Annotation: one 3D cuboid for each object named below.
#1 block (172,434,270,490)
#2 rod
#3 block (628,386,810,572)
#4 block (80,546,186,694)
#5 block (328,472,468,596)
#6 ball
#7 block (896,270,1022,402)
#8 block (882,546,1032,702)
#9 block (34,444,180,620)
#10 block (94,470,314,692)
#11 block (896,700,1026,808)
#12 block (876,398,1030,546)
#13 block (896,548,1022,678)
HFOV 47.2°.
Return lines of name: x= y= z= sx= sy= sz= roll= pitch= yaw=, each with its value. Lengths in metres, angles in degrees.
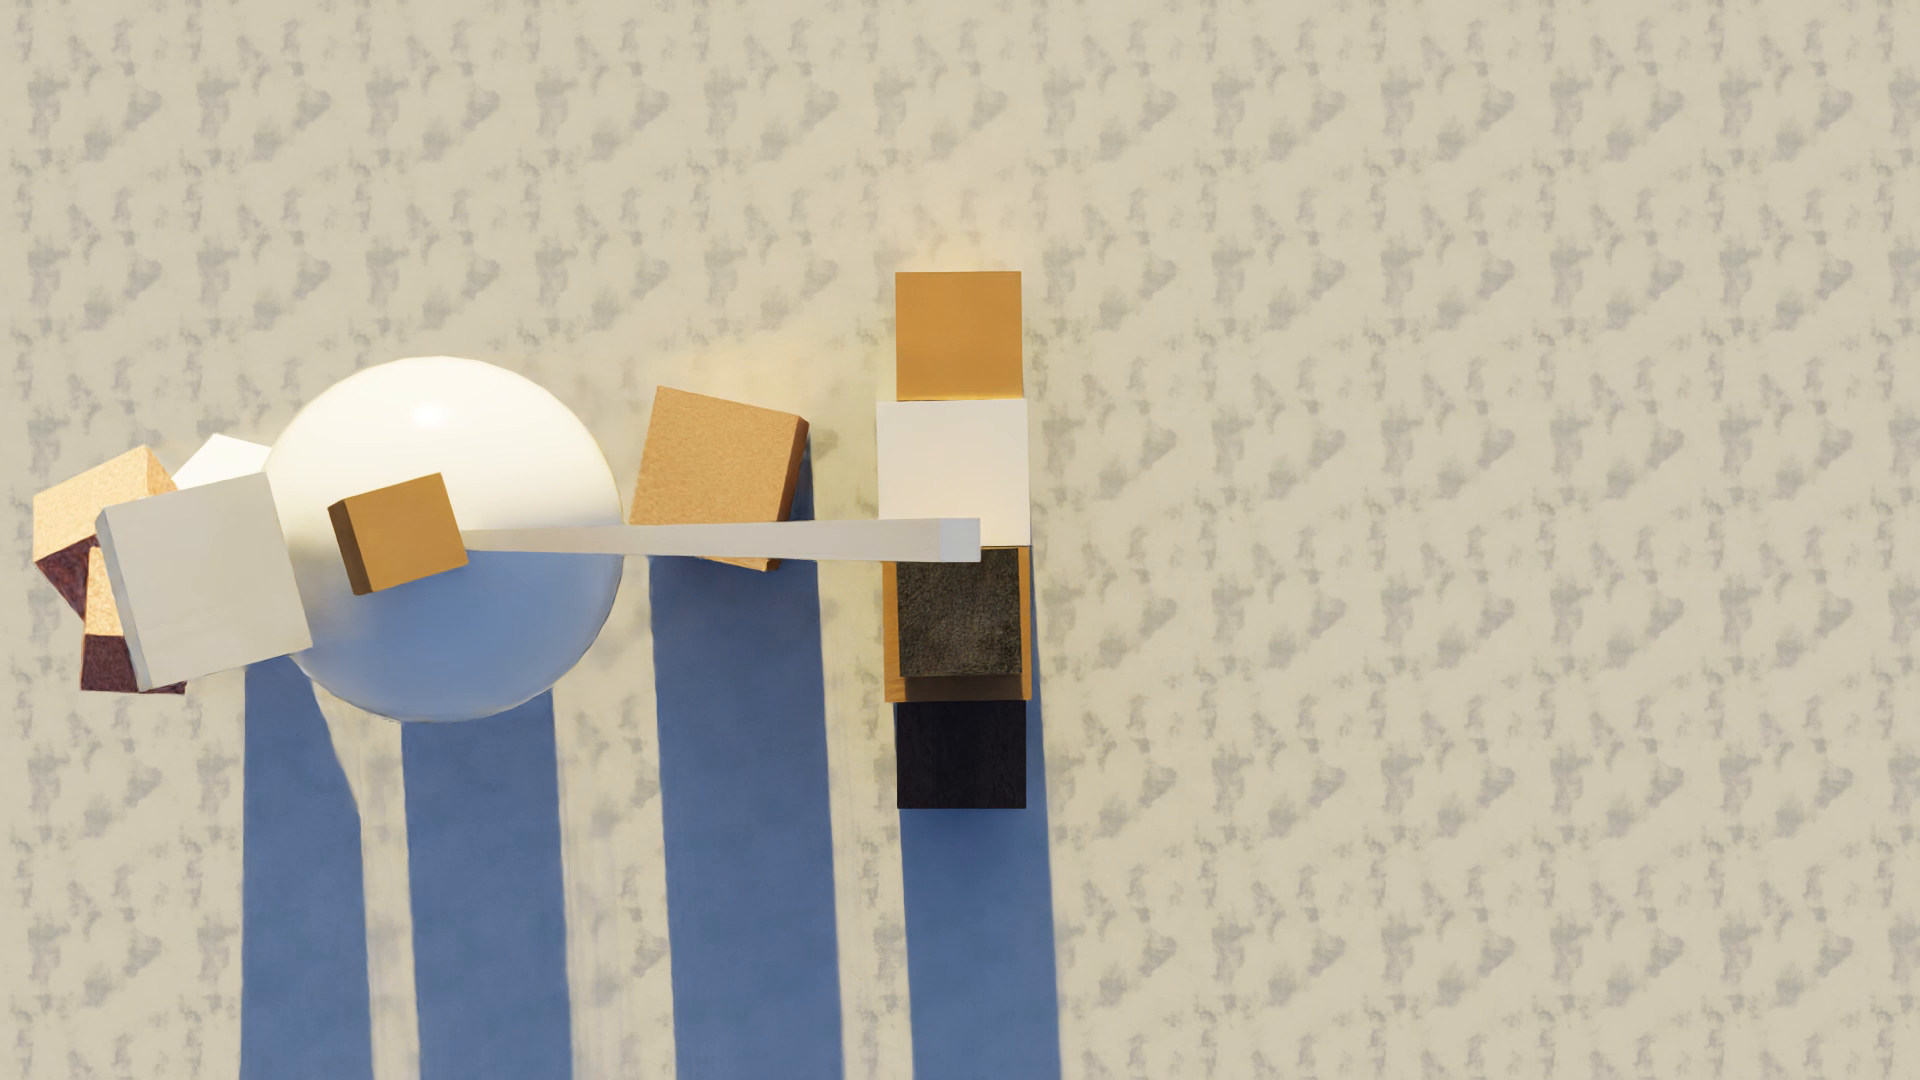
block: x=-4.066 y=-0.090 z=12.465 sx=0.627 sy=0.657 sz=0.642 roll=13 pitch=46 yaw=18
rod: x=-0.979 y=0.000 z=6.399 sx=0.080 sy=5.200 sz=0.080 roll=0 pitch=90 yaw=-22
block: x=-1.371 y=-0.340 z=12.568 sx=0.796 sy=0.865 sz=0.882 roll=12 pitch=90 yaw=0
block: x=-3.750 y=0.374 z=10.035 sx=0.448 sy=0.502 sz=0.459 roll=4 pitch=55 yaw=-22
block: x=-2.143 y=-0.019 z=8.369 sx=0.369 sy=0.452 sz=0.361 roll=-18 pitch=94 yaw=-24
ball: x=-2.260 y=0.000 z=9.549 sx=1.600 sy=1.600 sz=1.600 roll=0 pitch=90 yaw=0
block: x=-0.005 y=-1.144 z=12.653 sx=0.706 sy=0.694 sz=0.717 roll=-1 pitch=90 yaw=0
block: x=-0.016 y=0.443 z=11.868 sx=0.770 sy=0.716 sz=0.798 roll=-1 pitch=90 yaw=0
block: x=-4.384 y=0.014 z=11.523 sx=0.634 sy=0.593 sz=0.610 roll=-25 pitch=131 yaw=-2
block: x=-2.953 y=0.171 z=8.563 sx=0.596 sy=0.650 sz=0.697 roll=-15 pitch=92 yaw=-25
block: x=0.009 y=1.133 z=12.617 sx=0.720 sy=0.766 sz=0.724 roll=0 pitch=90 yaw=0
block: x=-0.037 y=-0.370 z=12.640 sx=0.842 sy=0.721 sz=0.817 roll=-1 pitch=90 yaw=0
block: x=-0.004 y=0.357 z=11.152 sx=0.601 sy=0.715 sz=0.614 roll=-2 pitch=90 yaw=0
